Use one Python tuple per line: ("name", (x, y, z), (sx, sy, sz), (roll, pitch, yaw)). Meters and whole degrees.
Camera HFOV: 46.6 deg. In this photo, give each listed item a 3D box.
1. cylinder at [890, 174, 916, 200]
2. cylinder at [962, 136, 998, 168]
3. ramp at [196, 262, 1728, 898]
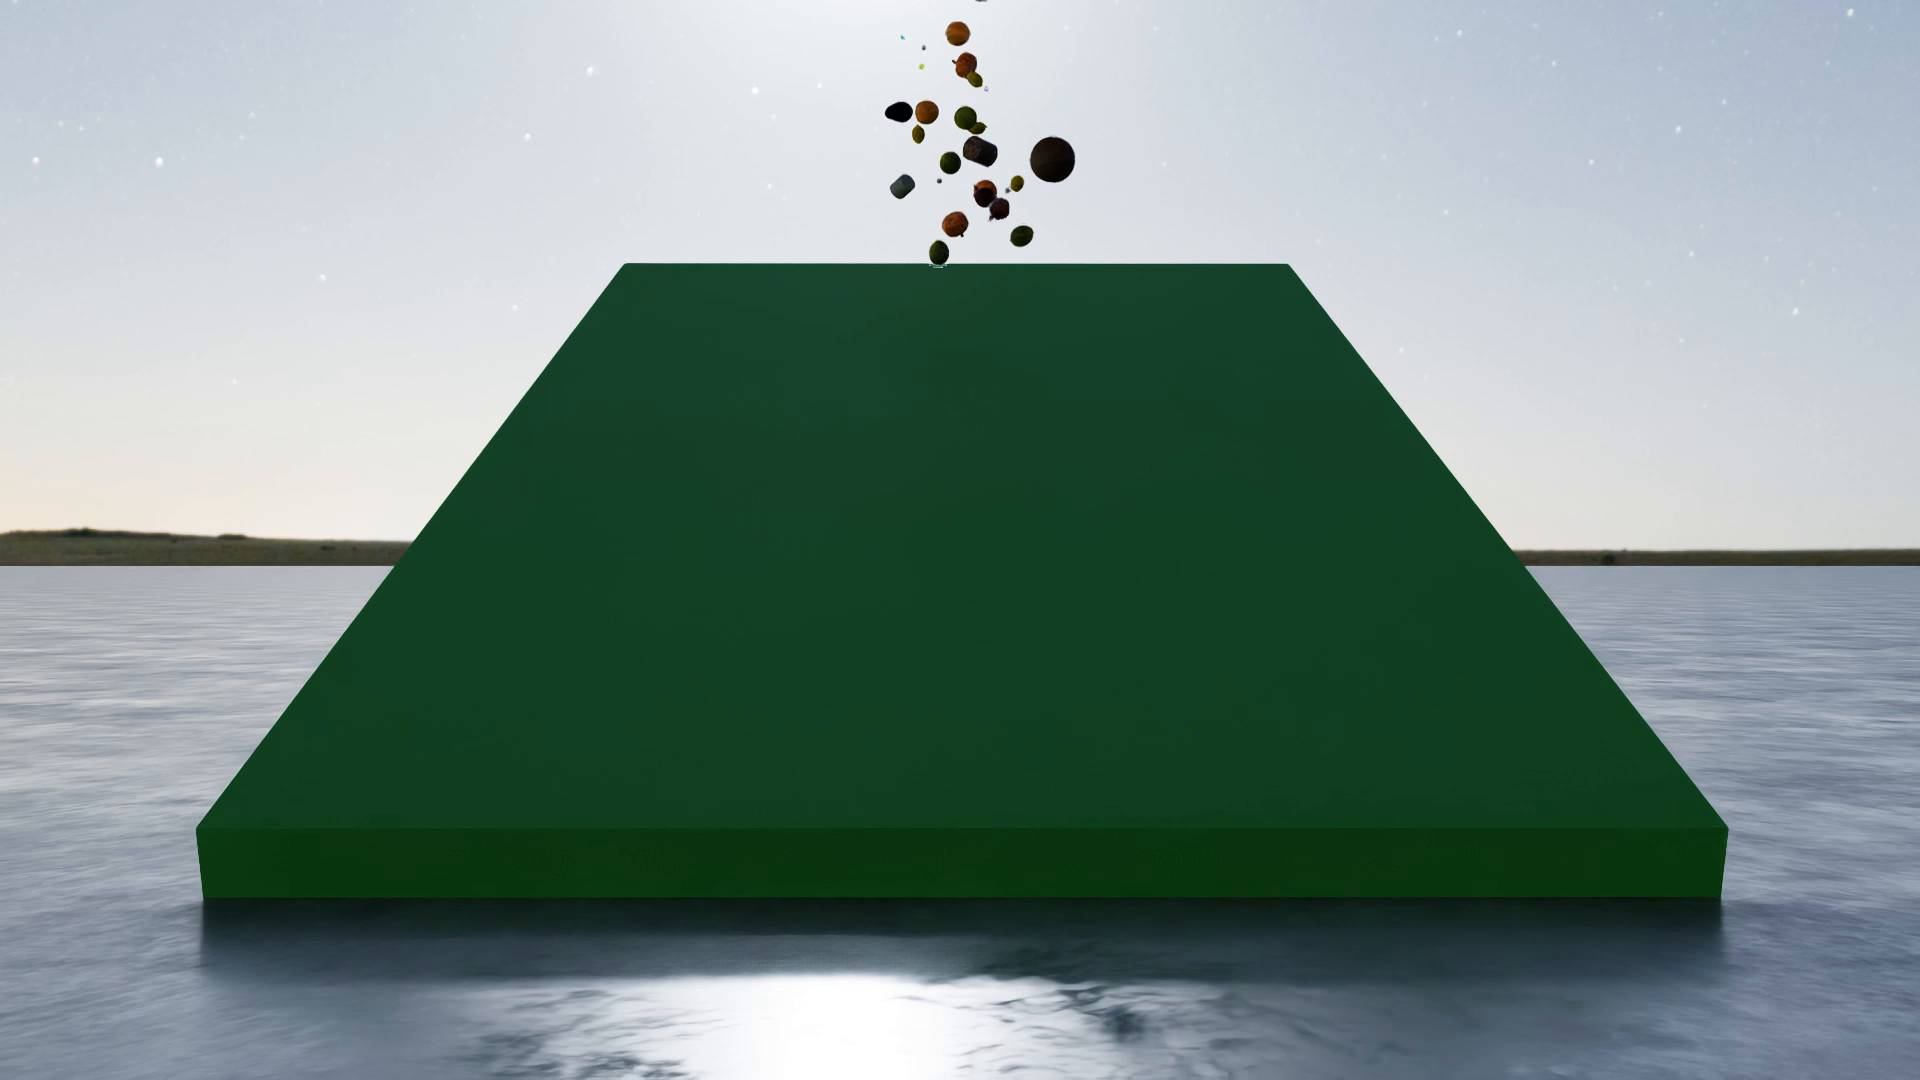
("cylinder", (-0.166, -1.023, 6.457), (0.053, 0.053, 0.053), (0, -25, -43))
("cylinder", (0.061, -1.163, 6.677), (0.076, 0.076, 0.076), (0, -10, 42))
("ramp", (-0.003, -0.182, 4.831), (2.000, 0.100, 4.000), (0, 18, 0))
